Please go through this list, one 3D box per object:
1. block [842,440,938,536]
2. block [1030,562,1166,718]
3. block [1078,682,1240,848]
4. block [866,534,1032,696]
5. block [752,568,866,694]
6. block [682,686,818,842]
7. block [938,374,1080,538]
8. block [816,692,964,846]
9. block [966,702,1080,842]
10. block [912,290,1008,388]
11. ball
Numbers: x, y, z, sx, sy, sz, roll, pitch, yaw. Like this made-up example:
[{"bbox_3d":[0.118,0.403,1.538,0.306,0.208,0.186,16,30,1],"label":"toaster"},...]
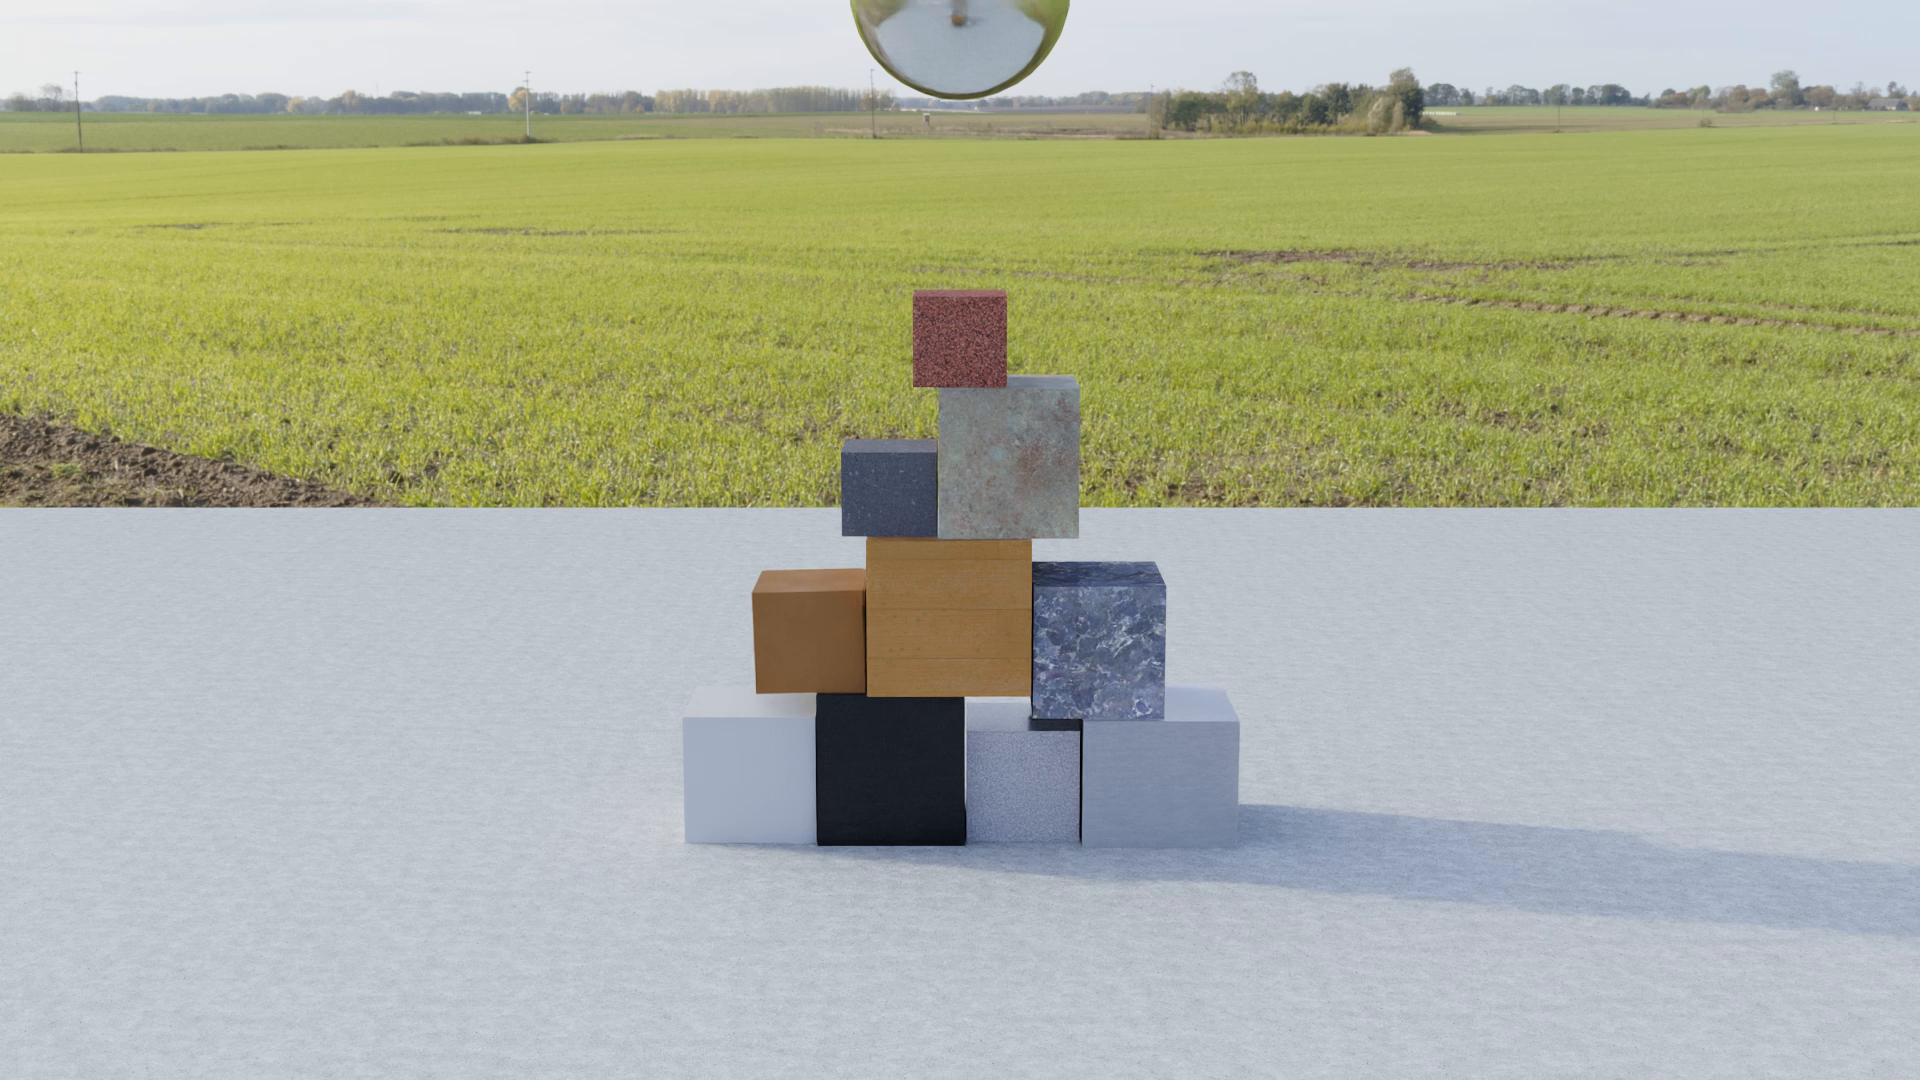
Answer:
[{"bbox_3d":[-0.351,-0.268,11.118,0.472,0.422,0.480,0,10,0],"label":"block"},{"bbox_3d":[0.692,0.502,11.257,0.657,0.671,0.669,0,10,0],"label":"block"},{"bbox_3d":[1.003,1.154,11.384,0.778,0.657,0.800,0,10,0],"label":"block"},{"bbox_3d":[-0.054,0.323,11.237,0.815,0.784,0.781,0,10,0],"label":"block"},{"bbox_3d":[-0.753,0.459,11.245,0.549,0.517,0.579,-1,10,0],"label":"block"},{"bbox_3d":[-1.059,1.153,11.394,0.666,0.656,0.650,0,10,0],"label":"block"},{"bbox_3d":[0.241,-0.432,11.120,0.692,0.743,0.655,0,10,0],"label":"block"},{"bbox_3d":[-0.346,1.089,11.395,0.739,0.780,0.779,0,10,0],"label":"block"},{"bbox_3d":[0.319,1.194,11.388,0.570,0.577,0.571,0,10,0],"label":"block"},{"bbox_3d":[0.000,-1.011,10.992,0.461,0.444,0.505,0,10,0],"label":"block"},{"bbox_3d":[0.000,-3.952,15.701,1.600,1.600,1.600,0,10,0],"label":"ball"}]
